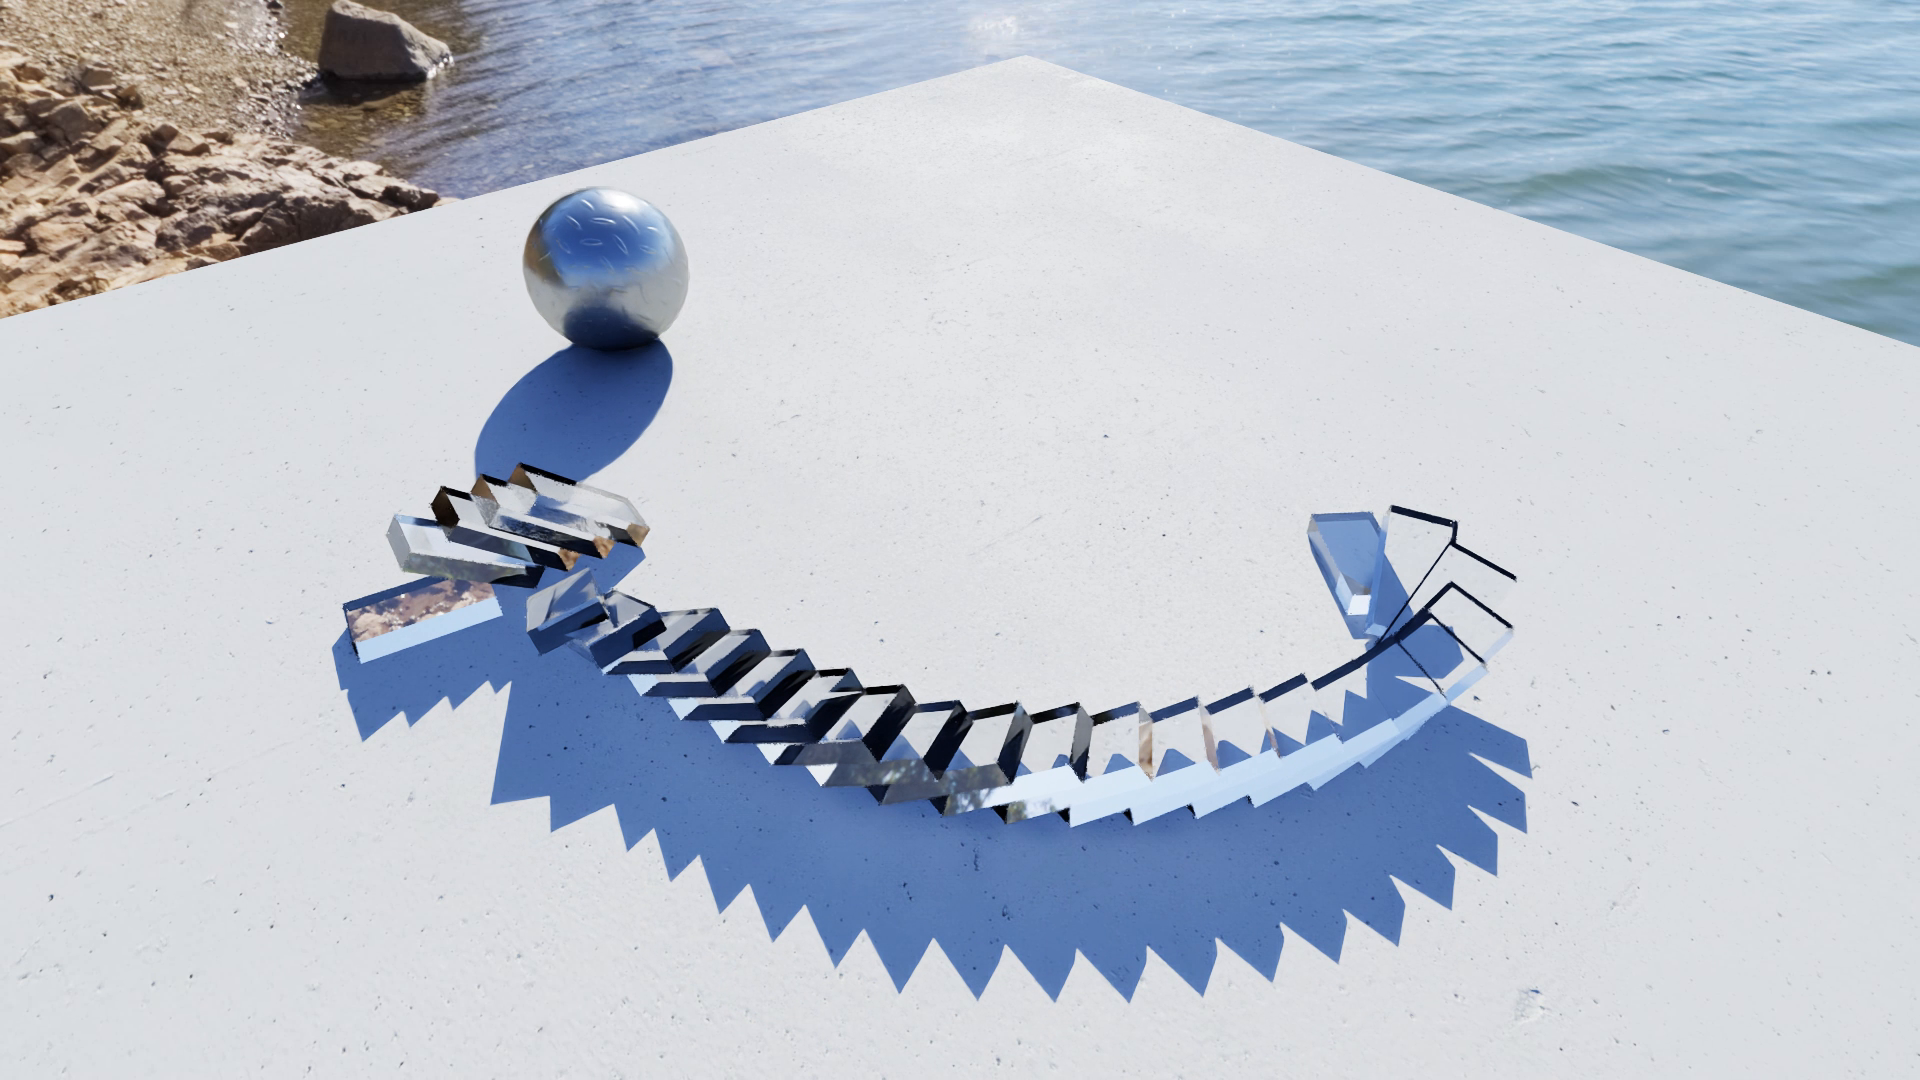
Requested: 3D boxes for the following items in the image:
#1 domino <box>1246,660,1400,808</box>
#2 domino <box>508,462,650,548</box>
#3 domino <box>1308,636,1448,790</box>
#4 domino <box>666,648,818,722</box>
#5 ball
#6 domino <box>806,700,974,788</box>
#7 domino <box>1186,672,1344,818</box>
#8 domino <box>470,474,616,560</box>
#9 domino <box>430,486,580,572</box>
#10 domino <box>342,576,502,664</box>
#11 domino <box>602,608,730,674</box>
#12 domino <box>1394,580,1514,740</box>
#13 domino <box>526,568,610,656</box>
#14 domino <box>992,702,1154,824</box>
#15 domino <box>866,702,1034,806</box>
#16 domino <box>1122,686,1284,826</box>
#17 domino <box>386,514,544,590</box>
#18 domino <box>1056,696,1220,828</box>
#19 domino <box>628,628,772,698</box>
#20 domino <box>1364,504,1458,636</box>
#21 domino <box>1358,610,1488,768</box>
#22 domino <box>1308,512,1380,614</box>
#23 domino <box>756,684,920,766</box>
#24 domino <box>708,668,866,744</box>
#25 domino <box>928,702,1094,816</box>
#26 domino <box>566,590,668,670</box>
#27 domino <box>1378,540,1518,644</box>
[{"bbox_3d":[0.109,0.061,0.348,0.050,0.009,0.025,-32,39,13],"label":"domino"},{"bbox_3d":[-0.150,-0.013,0.435,0.050,0.009,0.025,22,16,-48],"label":"domino"},{"bbox_3d":[0.127,0.056,0.355,0.050,0.010,0.025,-37,43,8],"label":"domino"},{"bbox_3d":[-0.073,0.048,0.365,0.050,0.009,0.025,-9,26,44],"label":"domino"},{"bbox_3d":[-0.177,-0.135,0.553,0.080,0.080,0.080,0,39,0],"label":"ball"},{"bbox_3d":[-0.022,0.064,0.345,0.050,0.010,0.025,-13,29,39],"label":"domino"},{"bbox_3d":[0.091,0.064,0.345,0.050,0.010,0.025,-30,38,15],"label":"domino"},{"bbox_3d":[-0.162,-0.009,0.430,0.050,0.010,0.025,22,16,-48],"label":"domino"},{"bbox_3d":[-0.174,-0.004,0.424,0.050,0.009,0.025,22,16,-48],"label":"domino"},{"bbox_3d":[-0.201,0.026,0.412,0.050,0.010,0.025,-21,44,-23],"label":"domino"},{"bbox_3d":[-0.104,0.035,0.381,0.050,0.009,0.025,-7,26,45],"label":"domino"},{"bbox_3d":[0.159,0.040,0.372,0.050,0.010,0.025,-45,52,1],"label":"domino"},{"bbox_3d":[-0.141,0.025,0.393,0.025,0.009,0.050,-28,19,-14],"label":"domino"},{"bbox_3d":[0.035,0.069,0.340,0.050,0.009,0.025,-22,32,25],"label":"domino"},{"bbox_3d":[-0.004,0.067,0.342,0.050,0.009,0.025,-17,29,32],"label":"domino"},{"bbox_3d":[0.072,0.067,0.342,0.050,0.009,0.025,-27,36,18],"label":"domino"},{"bbox_3d":[-0.187,0.005,0.416,0.050,0.010,0.025,13,23,-46],"label":"domino"},{"bbox_3d":[0.054,0.069,0.340,0.050,0.009,0.025,-24,34,22],"label":"domino"},{"bbox_3d":[-0.089,0.042,0.373,0.050,0.009,0.025,-7,26,45],"label":"domino"},{"bbox_3d":[0.168,0.014,0.409,0.025,0.009,0.050,15,66,7],"label":"domino"},{"bbox_3d":[0.144,0.049,0.362,0.050,0.009,0.025,-40,47,5],"label":"domino"},{"bbox_3d":[0.158,0.008,0.433,0.025,0.010,0.050,-2,39,-3],"label":"domino"},{"bbox_3d":[-0.040,0.059,0.351,0.050,0.009,0.025,-11,28,41],"label":"domino"},{"bbox_3d":[-0.057,0.054,0.358,0.050,0.009,0.025,-10,26,43],"label":"domino"},{"bbox_3d":[0.016,0.068,0.341,0.050,0.010,0.025,-20,31,28],"label":"domino"},{"bbox_3d":[-0.124,0.030,0.386,0.025,0.010,0.050,-33,21,-26],"label":"domino"},{"bbox_3d":[0.169,0.028,0.386,0.025,0.010,0.050,35,86,27],"label":"domino"}]
